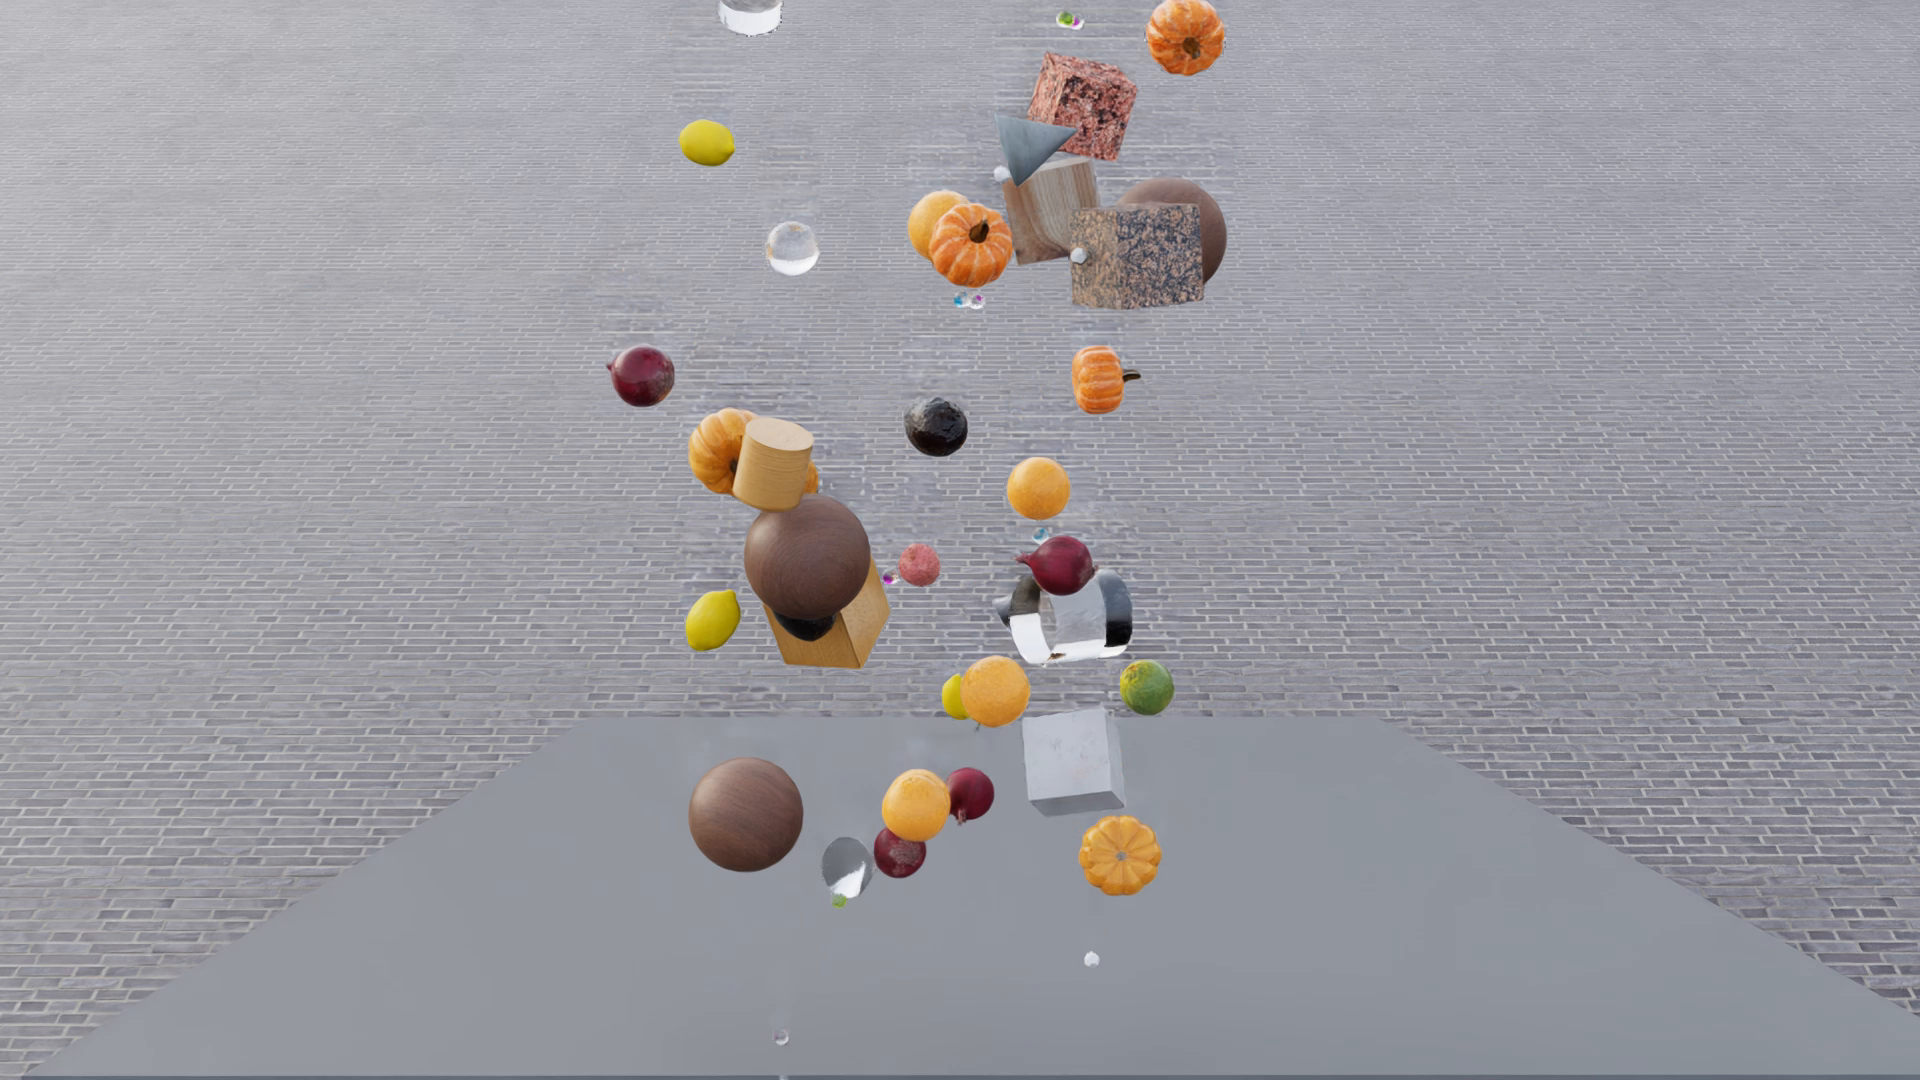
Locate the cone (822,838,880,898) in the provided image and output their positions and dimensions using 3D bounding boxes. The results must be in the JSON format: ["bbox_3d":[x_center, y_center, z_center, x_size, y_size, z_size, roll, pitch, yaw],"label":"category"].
[{"bbox_3d":[-0.108,0.363,2.881,0.067,0.067,0.067,17,7,31],"label":"cone"}]

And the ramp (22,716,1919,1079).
[{"bbox_3d":[0.060,0.543,4.579,2.000,0.100,4.000,0,1,0],"label":"ramp"}]

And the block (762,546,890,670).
[{"bbox_3d":[-0.144,0.072,2.796,0.092,0.092,0.092,2,42,24],"label":"block"}]

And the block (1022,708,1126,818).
[{"bbox_3d":[0.130,0.255,2.942,0.095,0.095,0.095,-8,-19,11],"label":"block"}]

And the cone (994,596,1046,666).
[{"bbox_3d":[0.105,0.075,2.894,0.097,0.097,0.097,-38,26,10],"label":"cone"}]

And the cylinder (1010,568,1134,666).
[{"bbox_3d":[0.119,0.082,2.761,0.096,0.096,0.096,-6,26,-29],"label":"cylinder"}]

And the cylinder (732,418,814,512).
[{"bbox_3d":[-0.184,-0.074,2.545,0.068,0.068,0.068,12,27,-6],"label":"cylinder"}]

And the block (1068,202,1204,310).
[{"bbox_3d":[0.173,-0.282,2.549,0.094,0.094,0.094,-9,12,-26],"label":"block"}]

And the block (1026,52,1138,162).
[{"bbox_3d":[0.119,-0.426,2.535,0.075,0.075,0.075,8,25,-19],"label":"block"}]

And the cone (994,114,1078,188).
[{"bbox_3d":[0.073,-0.351,2.266,0.067,0.067,0.067,-16,26,7],"label":"cone"}]

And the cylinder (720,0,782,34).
[{"bbox_3d":[-0.180,-0.472,2.216,0.054,0.054,0.054,3,52,-4],"label":"cylinder"}]

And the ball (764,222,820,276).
[{"bbox_3d":[-0.155,-0.268,2.378,0.050,0.050,0.050,0,27,0],"label":"ball"}]

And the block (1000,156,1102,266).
[{"bbox_3d":[0.100,-0.346,2.705,0.091,0.091,0.091,-10,12,7],"label":"block"}]
